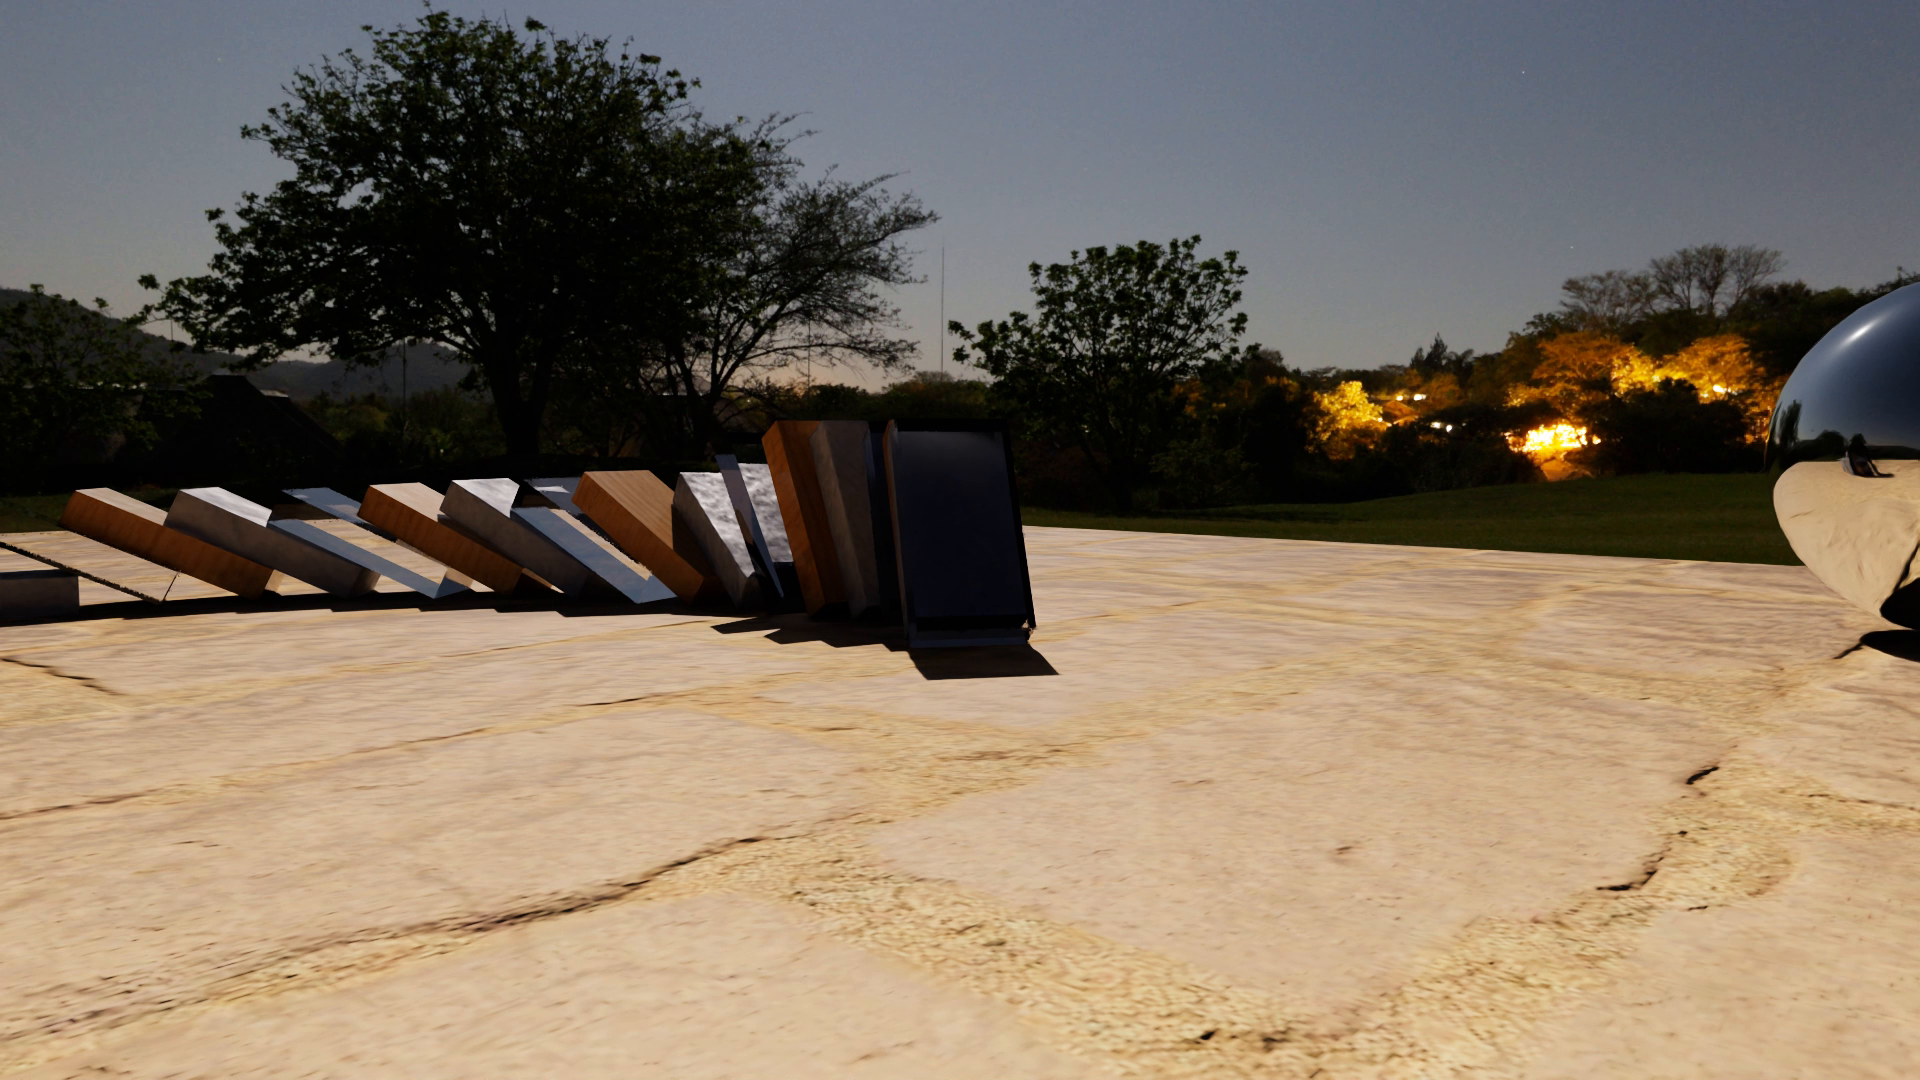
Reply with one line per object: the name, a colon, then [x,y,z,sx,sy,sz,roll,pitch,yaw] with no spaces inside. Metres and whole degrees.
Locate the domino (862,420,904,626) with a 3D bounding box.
domino: [-0.008,-0.005,0.309,0.025,0.050,0.009,-1,-25,-15]

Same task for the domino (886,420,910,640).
domino: [-0.001,-0.003,0.288,0.025,0.050,0.010,-1,-25,-12]

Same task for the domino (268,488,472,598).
domino: [-0.165,0.000,0.364,0.050,0.010,0.025,25,4,-1]

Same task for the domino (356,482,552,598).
domino: [-0.142,0.000,0.366,0.050,0.010,0.025,27,7,5]

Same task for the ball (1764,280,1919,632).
ball: [0.220,-0.018,0.276,0.080,0.080,0.080,0,4,0]

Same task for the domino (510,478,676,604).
domino: [-0.099,-0.001,0.360,0.050,0.009,0.025,33,17,19]

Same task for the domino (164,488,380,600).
domino: [-0.189,0.001,0.357,0.050,0.009,0.025,25,0,-10]

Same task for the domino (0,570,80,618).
domino: [-0.248,0.014,0.317,0.050,0.009,0.025,-3,5,-34]

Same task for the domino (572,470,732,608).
domino: [-0.080,-0.001,0.353,0.050,0.009,0.025,38,21,22]

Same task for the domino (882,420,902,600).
domino: [-0.003,-0.004,0.299,0.025,0.050,0.010,-1,-25,-15]

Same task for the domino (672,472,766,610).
domino: [-0.057,-0.001,0.348,0.025,0.009,0.050,-1,35,-35]

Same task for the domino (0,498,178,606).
domino: [-0.231,0.002,0.332,0.050,0.009,0.025,28,-12,-29]

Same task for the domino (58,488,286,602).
domino: [-0.211,0.001,0.348,0.050,0.009,0.025,26,-4,-18]

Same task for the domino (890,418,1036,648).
domino: [0.000,-0.002,0.277,0.025,0.050,0.009,-1,-25,-12]

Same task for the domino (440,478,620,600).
domino: [-0.119,-0.001,0.365,0.050,0.009,0.025,31,12,13]

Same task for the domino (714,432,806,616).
domino: [-0.044,-0.005,0.333,0.025,0.050,0.010,-3,-32,-36]

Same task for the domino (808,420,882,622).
domino: [-0.019,-0.006,0.319,0.025,0.050,0.010,-3,-24,-31]

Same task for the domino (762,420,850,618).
domino: [-0.031,-0.006,0.325,0.025,0.050,0.009,-3,-24,-36]
